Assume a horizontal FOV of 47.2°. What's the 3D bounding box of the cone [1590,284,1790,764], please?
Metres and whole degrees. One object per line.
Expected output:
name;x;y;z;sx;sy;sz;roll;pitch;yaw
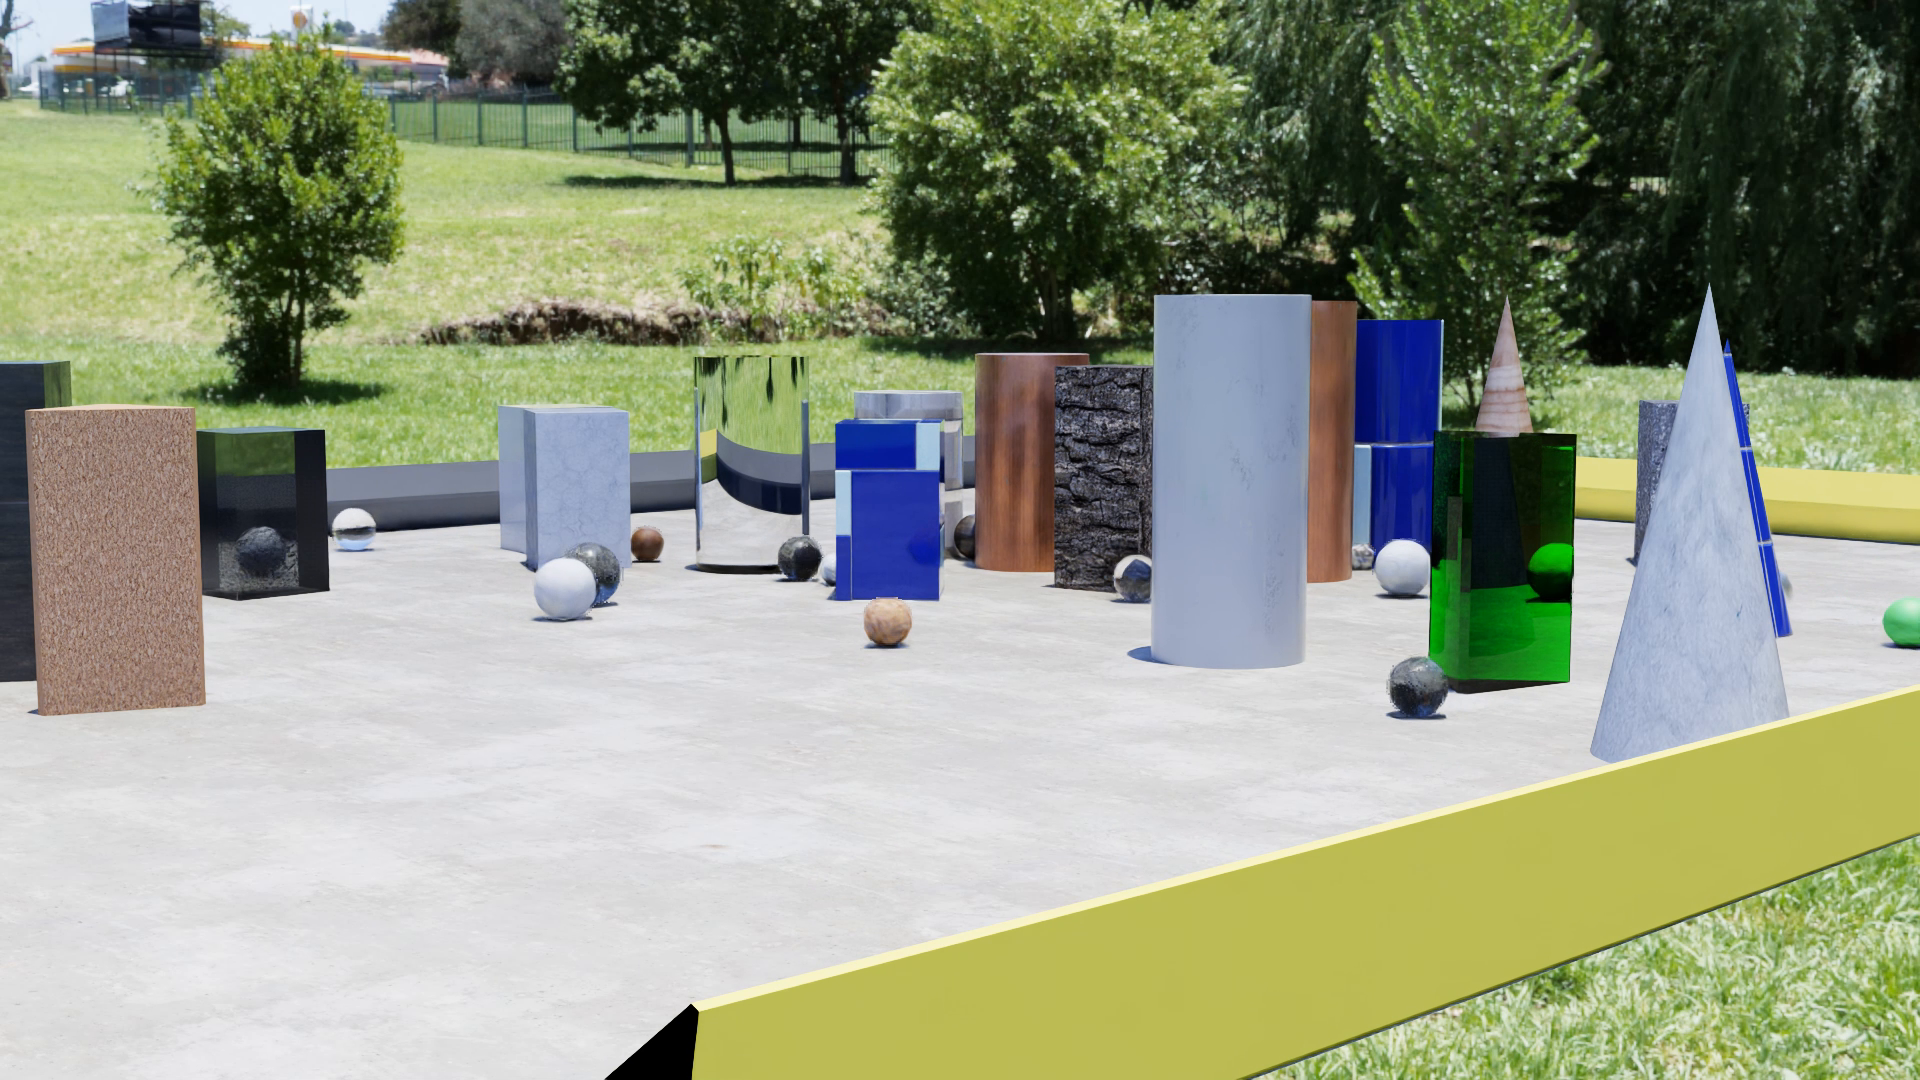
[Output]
cone;0.735;-0.018;2.180;0.199;0.472;0.199;0;6;0

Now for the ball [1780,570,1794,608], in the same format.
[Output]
ball;1.162;0.077;3.175;0.078;0.078;0.078;0;6;0

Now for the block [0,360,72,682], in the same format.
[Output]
block;-1.184;-0.027;2.699;0.159;0.382;0.159;-1;6;-11

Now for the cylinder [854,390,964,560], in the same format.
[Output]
cylinder;-0.093;-0.121;4.004;0.199;0.298;0.199;0;6;0

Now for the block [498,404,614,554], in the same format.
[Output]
block;-0.753;-0.116;4.106;0.159;0.268;0.159;-4;7;-36

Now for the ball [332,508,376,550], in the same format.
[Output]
ball;-1.129;-0.020;4.100;0.079;0.079;0.079;0;6;0

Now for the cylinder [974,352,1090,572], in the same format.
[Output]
cylinder;0.125;-0.139;3.832;0.199;0.370;0.199;0;6;0

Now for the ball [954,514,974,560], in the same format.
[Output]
ball;0.030;-0.006;3.949;0.082;0.082;0.082;0;6;0

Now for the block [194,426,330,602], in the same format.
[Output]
block;-1.116;-0.046;3.483;0.159;0.258;0.159;5;8;42

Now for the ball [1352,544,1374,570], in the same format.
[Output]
ball;0.691;0.029;3.788;0.045;0.045;0.045;0;6;0

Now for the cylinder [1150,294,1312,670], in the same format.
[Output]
cylinder;0.345;-0.080;2.812;0.199;0.464;0.199;0;6;0

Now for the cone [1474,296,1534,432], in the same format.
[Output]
cone;0.887;-0.164;3.589;0.199;0.471;0.199;0;6;0

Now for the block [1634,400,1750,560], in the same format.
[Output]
block;1.284;-0.100;3.866;0.159;0.286;0.159;1;6;8

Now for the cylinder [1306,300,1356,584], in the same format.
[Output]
cylinder;0.559;-0.168;3.679;0.199;0.460;0.199;0;6;0

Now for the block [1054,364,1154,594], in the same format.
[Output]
block;0.263;-0.102;3.544;0.159;0.356;0.159;4;7;36

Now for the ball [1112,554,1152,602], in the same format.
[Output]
ball;0.271;0.058;3.373;0.074;0.074;0.074;0;6;0

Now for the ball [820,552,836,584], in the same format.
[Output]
ball;-0.204;0.047;3.590;0.051;0.051;0.051;0;6;0

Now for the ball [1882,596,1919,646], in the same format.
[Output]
ball;1.262;0.109;2.923;0.066;0.066;0.066;0;6;0

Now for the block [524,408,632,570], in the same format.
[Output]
block;-0.670;-0.091;3.844;0.159;0.272;0.159;-2;6;-19

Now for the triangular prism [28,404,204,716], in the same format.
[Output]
triangular prism;-0.964;0.016;2.510;0.172;0.337;0.149;-3;6;-23

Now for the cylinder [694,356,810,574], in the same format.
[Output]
cylinder;-0.359;-0.134;3.800;0.199;0.367;0.199;0;6;0

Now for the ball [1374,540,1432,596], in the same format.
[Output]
ball;0.693;0.044;3.437;0.089;0.089;0.089;0;6;0

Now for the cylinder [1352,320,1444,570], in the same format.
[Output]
cylinder;0.747;-0.173;3.876;0.199;0.429;0.199;0;6;0

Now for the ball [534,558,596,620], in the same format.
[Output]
ball;-0.572;0.070;3.181;0.090;0.090;0.090;0;6;0

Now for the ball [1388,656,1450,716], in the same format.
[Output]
ball;0.505;0.161;2.421;0.066;0.066;0.066;0;6;0

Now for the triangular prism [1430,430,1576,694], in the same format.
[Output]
triangular prism;0.622;0.020;2.654;0.172;0.298;0.149;-3;7;-30

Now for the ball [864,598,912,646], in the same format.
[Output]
ball;-0.097;0.109;2.927;0.065;0.065;0.065;0;6;0

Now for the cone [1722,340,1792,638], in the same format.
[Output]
cone;1.060;-0.076;3.056;0.199;0.407;0.199;0;6;0

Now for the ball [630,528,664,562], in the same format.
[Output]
ball;-0.558;0.008;3.915;0.061;0.061;0.061;0;6;0

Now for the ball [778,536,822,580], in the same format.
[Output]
ball;-0.266;0.030;3.640;0.074;0.074;0.074;0;6;0

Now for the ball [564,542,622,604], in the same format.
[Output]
ball;-0.562;0.051;3.339;0.095;0.095;0.095;0;6;0

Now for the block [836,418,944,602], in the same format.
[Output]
block;-0.108;-0.049;3.447;0.159;0.273;0.159;0;6;3

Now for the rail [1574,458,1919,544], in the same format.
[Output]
rail;1.419;-0.102;4.634;0.045;0.129;3.276;-5;8;-42

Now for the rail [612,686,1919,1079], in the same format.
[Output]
rail;1.095;0.157;2.152;3.908;0.129;0.045;-5;8;-42

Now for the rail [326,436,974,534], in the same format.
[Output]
rail;-1.095;-0.089;4.512;3.908;0.129;0.045;-5;8;-42

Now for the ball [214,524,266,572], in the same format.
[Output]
ball;-1.231;0.013;3.757;0.083;0.083;0.083;0;6;0
